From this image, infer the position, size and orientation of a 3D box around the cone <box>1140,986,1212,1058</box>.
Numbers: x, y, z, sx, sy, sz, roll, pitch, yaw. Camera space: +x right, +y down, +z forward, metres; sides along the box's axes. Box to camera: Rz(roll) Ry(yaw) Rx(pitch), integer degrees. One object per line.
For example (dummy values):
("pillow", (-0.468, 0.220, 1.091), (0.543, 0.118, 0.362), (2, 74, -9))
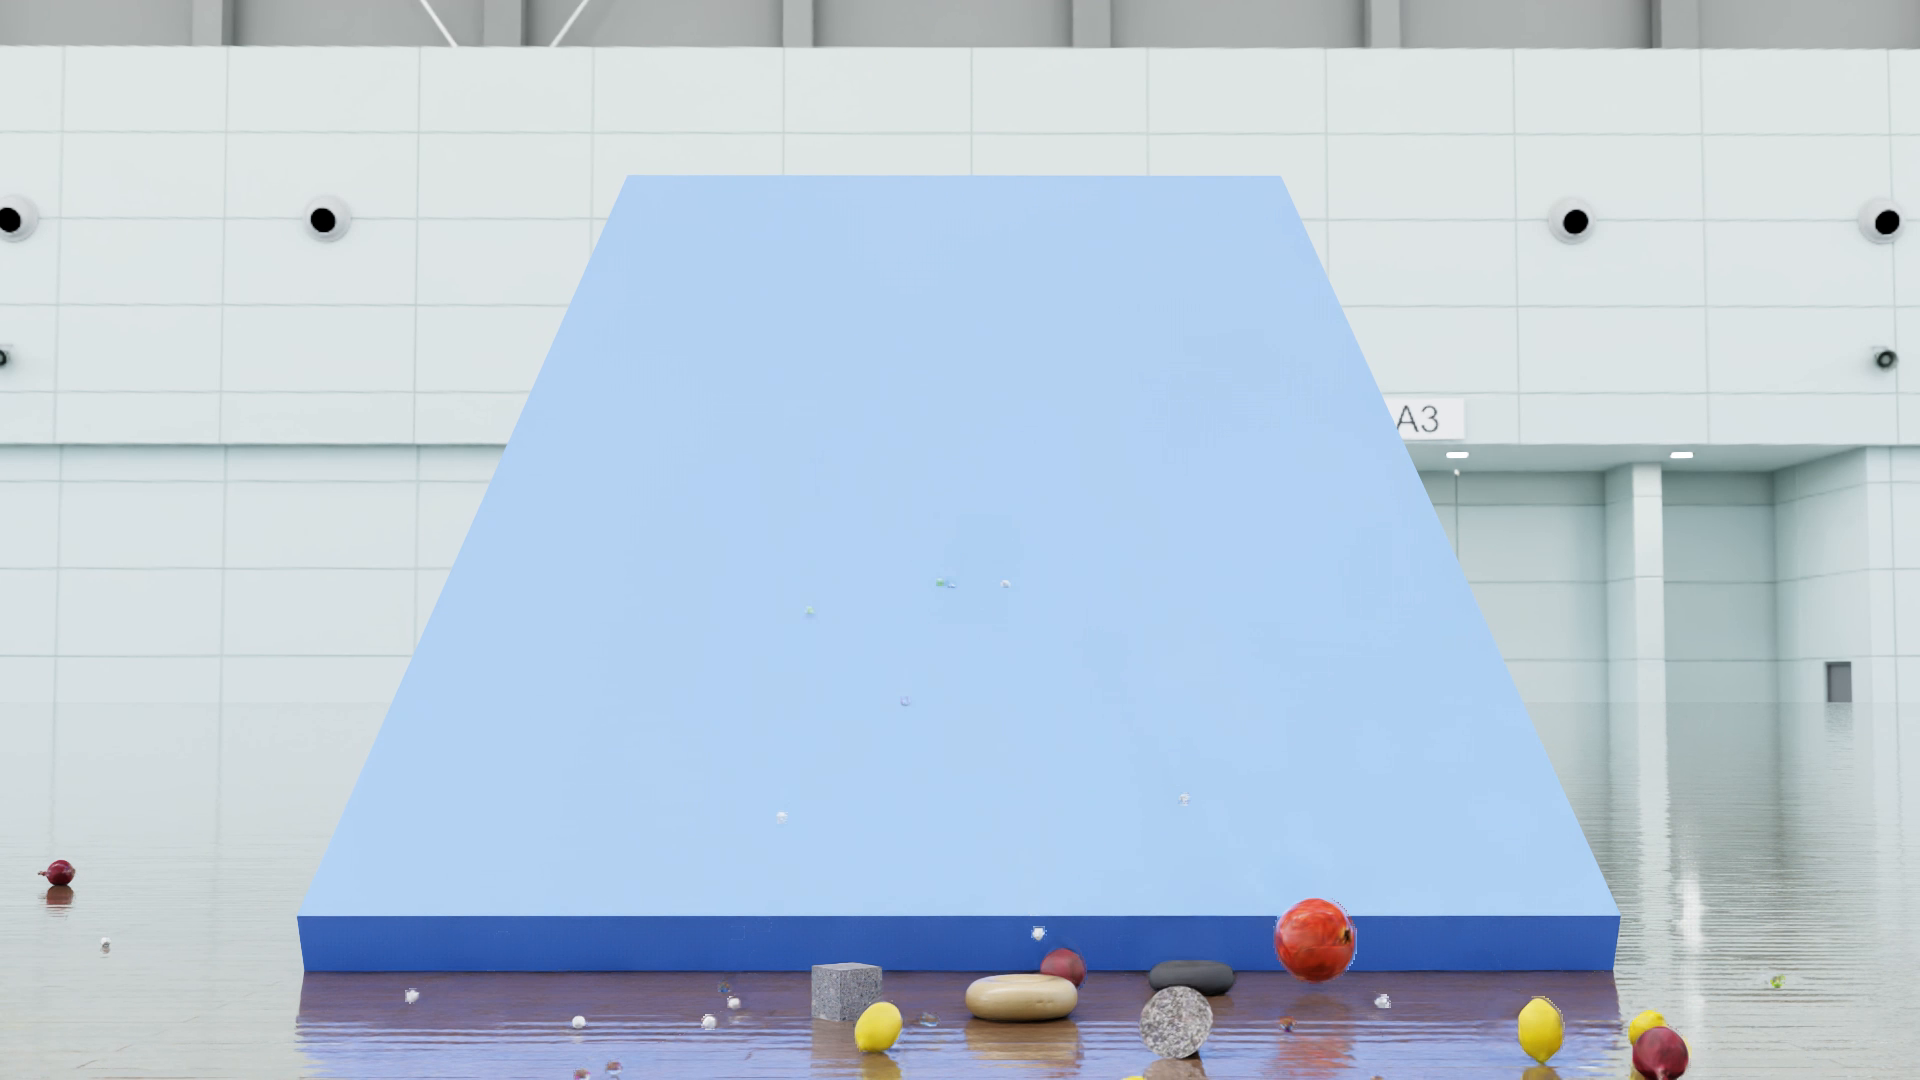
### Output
("cone", (0.268, 0.584, 2.763), (0.088, 0.088, 0.088), (-2, -31, 24))

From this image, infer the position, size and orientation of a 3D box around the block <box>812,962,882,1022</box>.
("block", (-0.148, 0.591, 3.060), (0.066, 0.066, 0.066), (3, -5, -37))

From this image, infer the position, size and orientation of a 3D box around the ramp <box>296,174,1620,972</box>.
("ramp", (-0.009, -0.229, 5.369), (2.000, 0.100, 4.000), (0, 25, 0))

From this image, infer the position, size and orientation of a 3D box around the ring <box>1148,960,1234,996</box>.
("ring", (0.328, 0.621, 3.318), (0.122, 0.041, 0.122), (-1, -3, 0))

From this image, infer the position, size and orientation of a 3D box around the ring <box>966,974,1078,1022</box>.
("ring", (0.080, 0.600, 3.069), (0.148, 0.049, 0.148), (-1, -4, 0))
